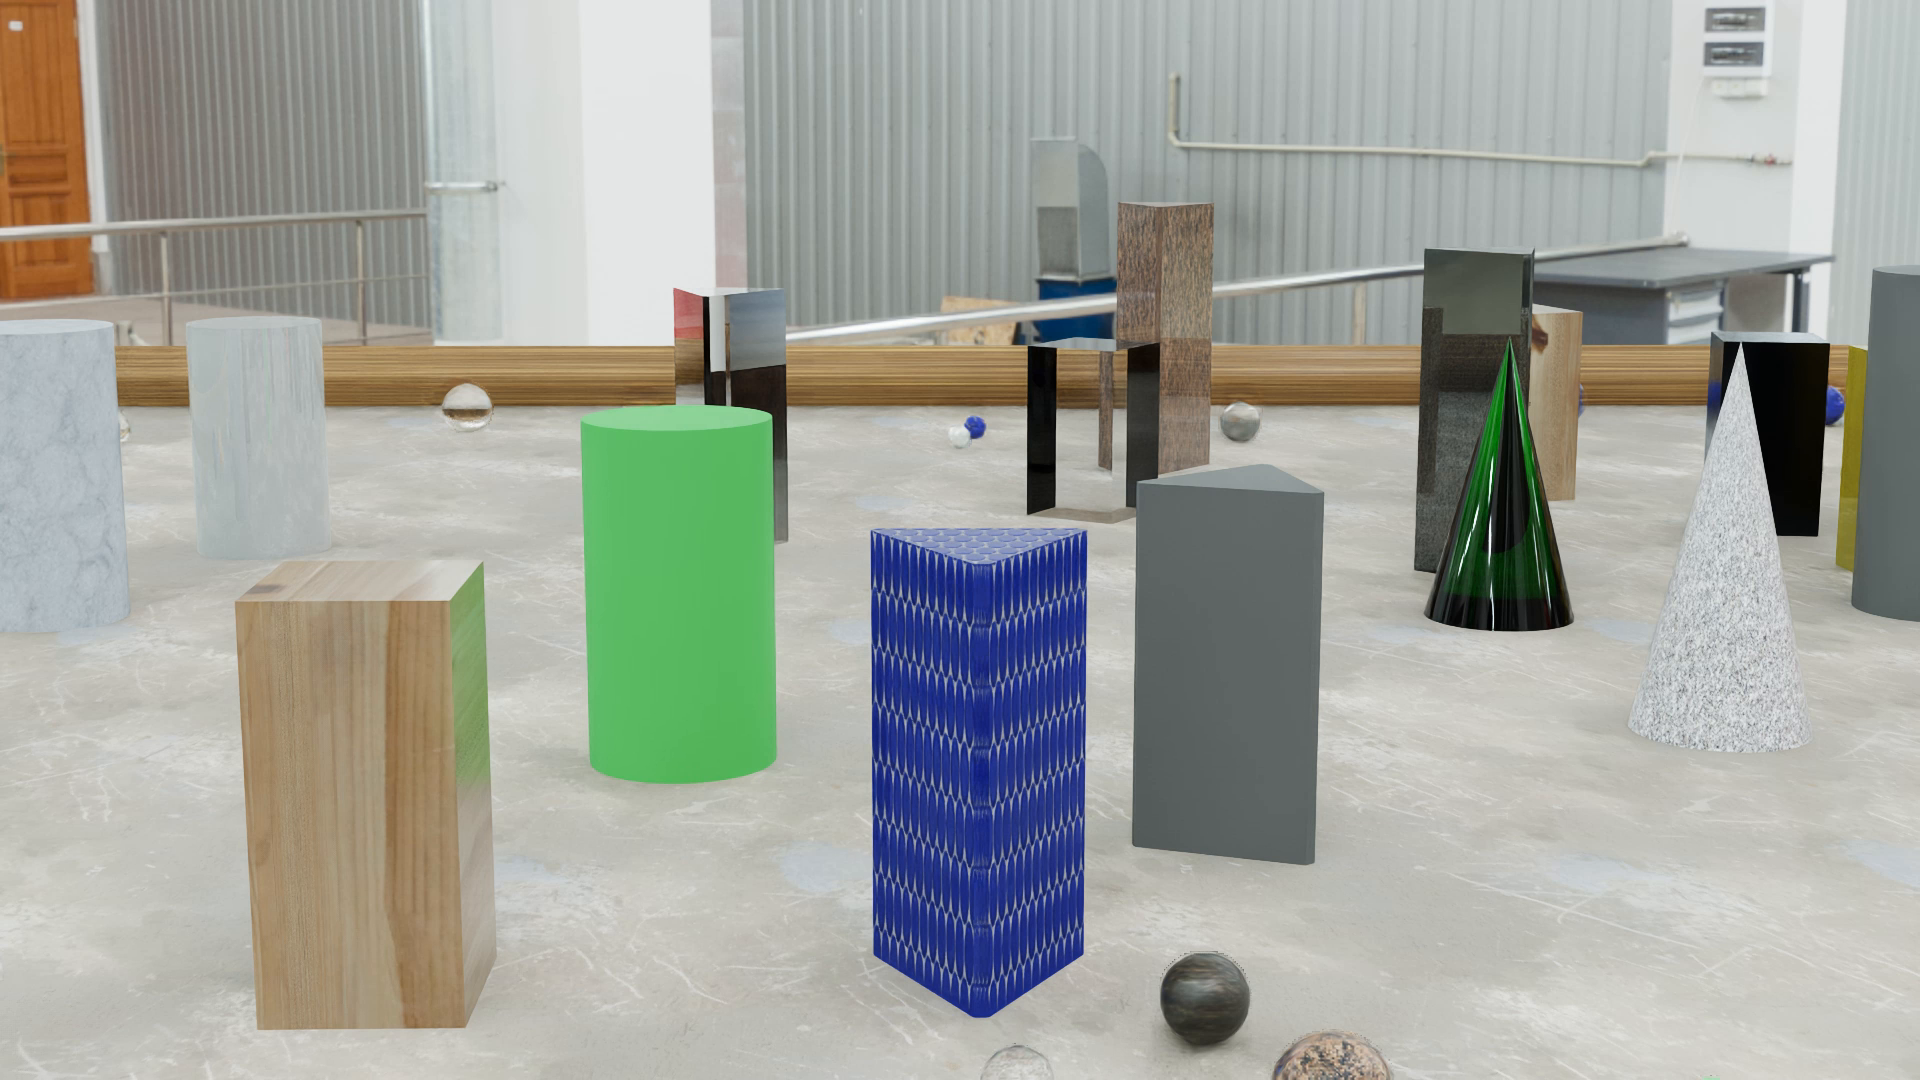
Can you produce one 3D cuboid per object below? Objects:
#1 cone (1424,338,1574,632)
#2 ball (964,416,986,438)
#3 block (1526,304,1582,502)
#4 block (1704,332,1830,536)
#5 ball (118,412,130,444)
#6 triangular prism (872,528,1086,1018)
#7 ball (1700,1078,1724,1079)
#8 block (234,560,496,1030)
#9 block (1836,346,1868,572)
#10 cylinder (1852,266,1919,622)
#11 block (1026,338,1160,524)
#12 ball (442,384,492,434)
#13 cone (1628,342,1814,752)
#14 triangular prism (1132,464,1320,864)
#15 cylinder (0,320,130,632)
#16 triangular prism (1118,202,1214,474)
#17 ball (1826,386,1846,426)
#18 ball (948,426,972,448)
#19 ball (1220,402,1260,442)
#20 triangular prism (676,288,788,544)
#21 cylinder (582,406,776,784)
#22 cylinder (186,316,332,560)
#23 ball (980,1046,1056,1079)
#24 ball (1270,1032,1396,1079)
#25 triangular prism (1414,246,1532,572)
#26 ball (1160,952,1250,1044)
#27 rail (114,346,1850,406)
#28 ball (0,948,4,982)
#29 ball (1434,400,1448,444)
[{"bbox_3d":[0.722,-0.084,3.405,0.198,0.377,0.198,0,10,0],"label":"cone"},{"bbox_3d":[0.029,-0.222,5.063,0.046,0.046,0.046,0,10,0],"label":"ball"},{"bbox_3d":[0.944,-0.235,4.379,0.159,0.319,0.159,-3,11,-18],"label":"block"},{"bbox_3d":[1.277,-0.171,4.076,0.159,0.304,0.159,2,11,9],"label":"block"},{"bbox_3d":[-1.638,-0.215,4.938,0.076,0.076,0.076,0,10,0],"label":"ball"},{"bbox_3d":[0.037,0.174,2.064,0.149,0.358,0.172,-6,12,-30],"label":"triangular prism"},{"bbox_3d":[0.505,0.390,1.717,0.060,0.060,0.060,0,10,0],"label":"ball"},{"bbox_3d":[-0.460,0.195,2.012,0.159,0.335,0.159,0,10,-1],"label":"block"},{"bbox_3d":[1.380,-0.110,3.693,0.159,0.324,0.159,-1,11,-4],"label":"block"},{"bbox_3d":[1.316,-0.132,3.445,0.198,0.457,0.198,0,10,0],"label":"cylinder"},{"bbox_3d":[0.219,-0.182,4.205,0.159,0.279,0.159,7,12,31],"label":"block"},{"bbox_3d":[-0.988,-0.264,5.142,0.098,0.098,0.098,0,10,0],"label":"ball"},{"bbox_3d":[0.844,-0.003,2.813,0.198,0.433,0.198,0,10,0],"label":"cone"},{"bbox_3d":[0.269,0.111,2.435,0.172,0.348,0.149,4,11,20],"label":"triangular prism"},{"bbox_3d":[-1.214,-0.089,3.399,0.198,0.389,0.198,0,10,0],"label":"cylinder"},{"bbox_3d":[0.349,-0.374,4.689,0.149,0.480,0.172,8,13,38],"label":"triangular prism"},{"bbox_3d":[1.766,-0.275,5.244,0.084,0.084,0.084,0,10,0],"label":"ball"},{"bbox_3d":[-0.002,-0.198,4.931,0.046,0.046,0.046,0,10,0],"label":"ball"},{"bbox_3d":[0.548,-0.231,5.019,0.078,0.078,0.078,0,10,0],"label":"ball"},{"bbox_3d":[-0.378,-0.186,3.919,0.149,0.392,0.172,8,13,38],"label":"triangular prism"},{"bbox_3d":[-0.294,0.052,2.699,0.198,0.366,0.198,0,10,0],"label":"cylinder"},{"bbox_3d":[-1.063,-0.158,3.891,0.198,0.345,0.198,0,10,0],"label":"cylinder"},{"bbox_3d":[0.040,0.380,1.790,0.053,0.053,0.053,0,10,0],"label":"ball"},{"bbox_3d":[0.251,0.375,1.725,0.087,0.087,0.087,0,10,0],"label":"ball"},{"bbox_3d":[0.777,-0.186,3.705,0.172,0.468,0.149,10,15,44],"label":"triangular prism"},{"bbox_3d":[0.184,0.345,1.934,0.068,0.068,0.068,0,10,0],"label":"ball"},{"bbox_3d":[-0.012,-0.352,5.530,4.177,0.129,0.045,0,10,0],"label":"rail"},{"bbox_3d":[-0.781,0.327,1.955,0.097,0.097,0.097,0,10,0],"label":"ball"},{"bbox_3d":[0.965,-0.228,4.963,0.094,0.094,0.094,0,10,0],"label":"ball"}]
